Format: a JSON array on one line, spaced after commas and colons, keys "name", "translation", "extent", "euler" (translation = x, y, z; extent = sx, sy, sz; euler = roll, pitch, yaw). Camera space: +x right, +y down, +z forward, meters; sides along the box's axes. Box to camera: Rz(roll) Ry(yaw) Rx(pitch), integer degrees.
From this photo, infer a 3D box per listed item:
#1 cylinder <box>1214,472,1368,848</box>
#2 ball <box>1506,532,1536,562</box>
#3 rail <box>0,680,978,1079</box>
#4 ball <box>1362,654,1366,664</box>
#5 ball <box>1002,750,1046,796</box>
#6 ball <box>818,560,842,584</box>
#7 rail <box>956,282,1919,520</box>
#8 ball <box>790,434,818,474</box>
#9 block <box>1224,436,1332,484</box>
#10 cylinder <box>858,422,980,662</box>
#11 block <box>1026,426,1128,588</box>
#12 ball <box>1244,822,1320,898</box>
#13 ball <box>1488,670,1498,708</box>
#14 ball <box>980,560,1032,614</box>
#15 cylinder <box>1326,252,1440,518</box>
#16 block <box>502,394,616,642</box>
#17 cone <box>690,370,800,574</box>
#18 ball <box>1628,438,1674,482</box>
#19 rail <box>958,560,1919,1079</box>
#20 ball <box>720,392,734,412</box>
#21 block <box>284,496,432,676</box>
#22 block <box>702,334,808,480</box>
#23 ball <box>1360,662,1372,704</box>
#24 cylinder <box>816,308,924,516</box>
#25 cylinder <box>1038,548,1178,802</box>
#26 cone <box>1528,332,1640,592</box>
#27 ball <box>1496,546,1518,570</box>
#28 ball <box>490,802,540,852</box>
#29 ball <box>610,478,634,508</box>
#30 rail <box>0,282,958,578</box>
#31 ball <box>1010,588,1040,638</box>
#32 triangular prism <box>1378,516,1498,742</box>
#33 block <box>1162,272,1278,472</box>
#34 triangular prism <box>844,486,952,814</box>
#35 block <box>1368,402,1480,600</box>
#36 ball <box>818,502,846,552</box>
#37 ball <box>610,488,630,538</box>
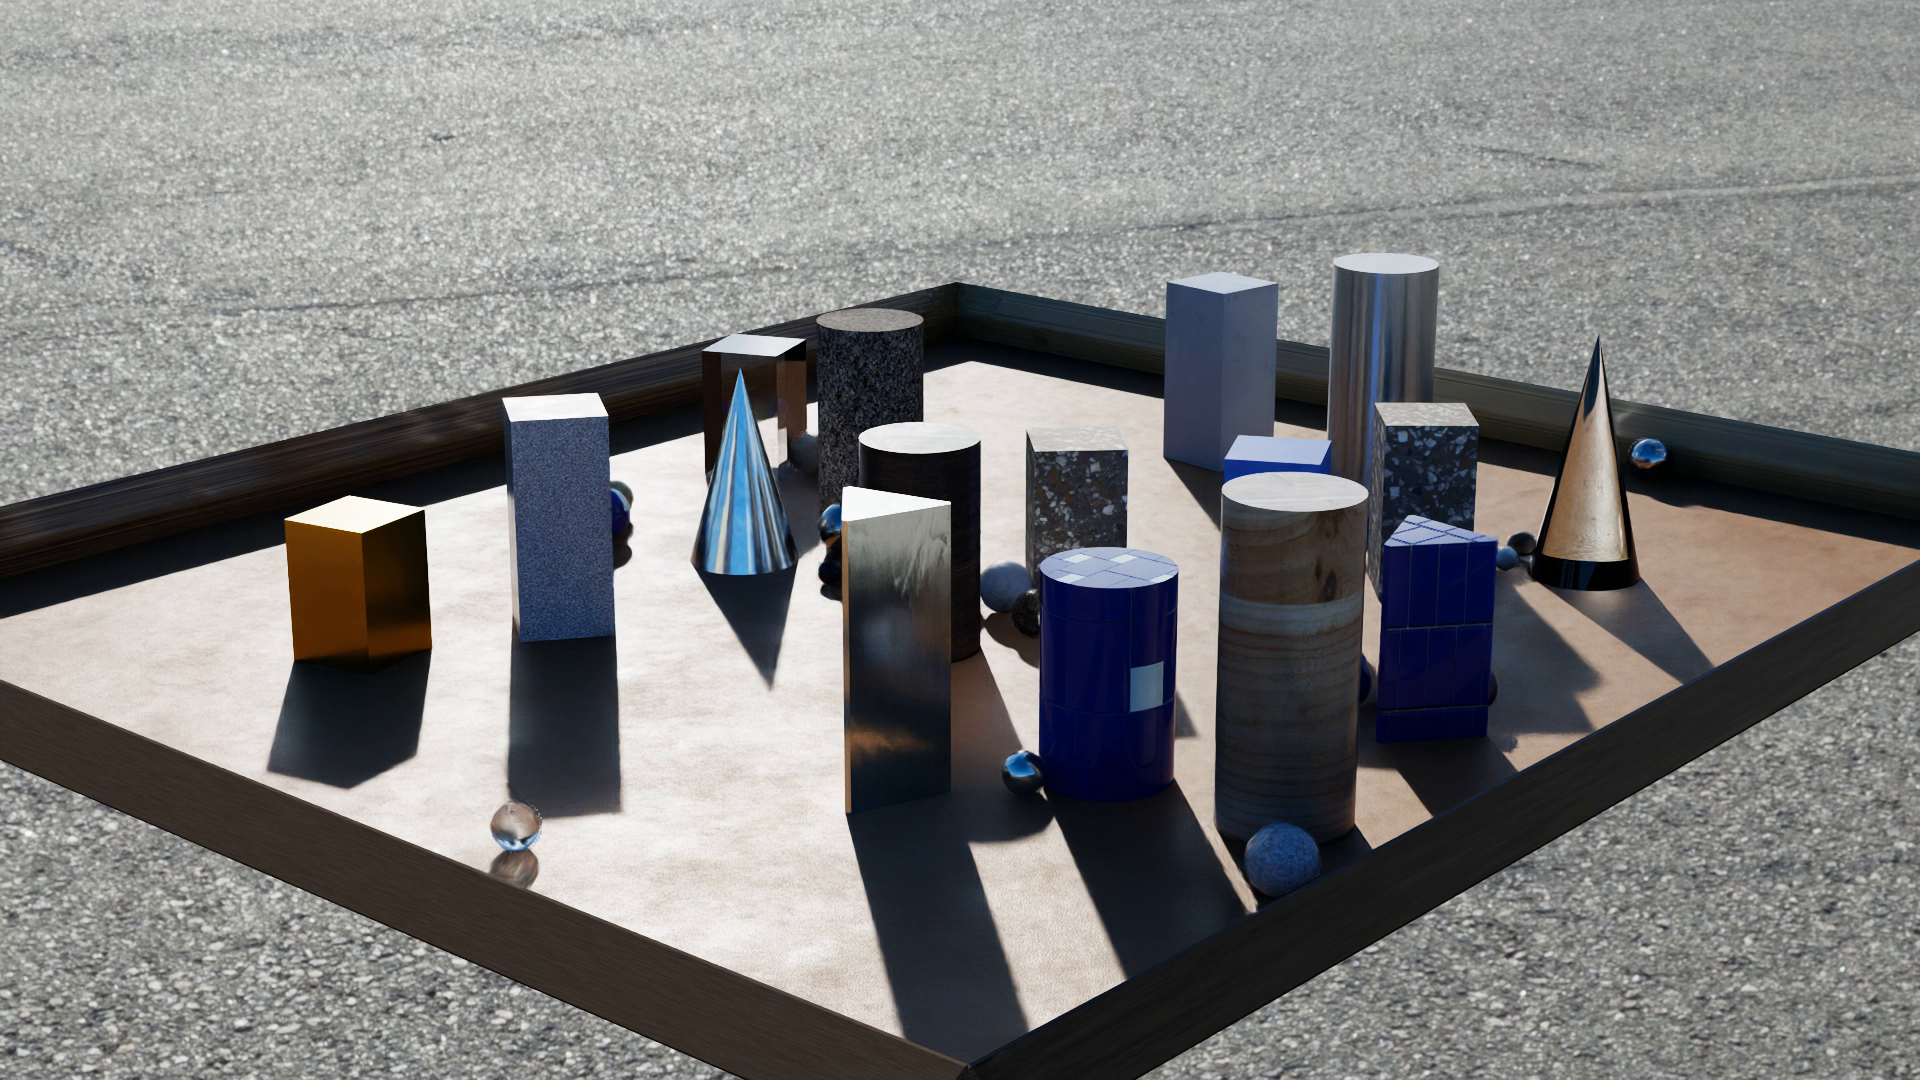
[{"name": "cylinder", "translation": [0.456, 0.166, 4.063], "extent": [0.199, 0.485, 0.199], "euler": [0, 17, 0]}, {"name": "ball", "translation": [1.019, 0.013, 5.314], "extent": [0.057, 0.057, 0.057], "euler": [0, 17, 0]}, {"name": "rail", "translation": [-0.998, 0.364, 4.019], "extent": [2.708, 0.129, 0.045], "euler": [14, 22, 39]}, {"name": "ball", "translation": [0.635, 0.197, 4.728], "extent": [0.042, 0.042, 0.042], "euler": [0, 17, 0]}, {"name": "ball", "translation": [0.092, 0.336, 4.229], "extent": [0.064, 0.064, 0.064], "euler": [0, 17, 0]}, {"name": "ball", "translation": [-0.231, 0.057, 5.191], "extent": [0.043, 0.043, 0.043], "euler": [0, 17, 0]}, {"name": "rail", "translation": [0.998, -0.299, 6.220], "extent": [2.708, 0.129, 0.045], "euler": [14, 22, 39]}, {"name": "ball", "translation": [-0.300, -0.173, 5.886], "extent": [0.082, 0.082, 0.082], "euler": [0, 17, 0]}, {"name": "block", "translation": [0.535, -0.009, 4.966], "extent": [0.159, 0.299, 0.159], "euler": [4, 17, 13]}, {"name": "cylinder", "translation": [-0.065, 0.005, 4.816], "extent": [0.199, 0.359, 0.199], "euler": [0, 17, 0]}, {"name": "block", "translation": [0.200, -0.035, 5.067], "extent": [0.159, 0.291, 0.159], "euler": [-1, 17, -4]}, {"name": "ball", "translation": [0.425, 0.423, 3.876], "extent": [0.099, 0.099, 0.099], "euler": [0, 17, 0]}, {"name": "ball", "translation": [0.794, 0.229, 4.552], "extent": [0.081, 0.081, 0.081], "euler": [0, 17, 0]}, {"name": "ball", "translation": [0.078, 0.079, 5.030], "extent": [0.093, 0.093, 0.093], "euler": [0, 17, 0]}, {"name": "cylinder", "translation": [0.806, -0.297, 5.617], "extent": [0.199, 0.475, 0.199], "euler": [0, 17, 0]}, {"name": "block", "translation": [-0.673, -0.039, 4.926], "extent": [0.159, 0.380, 0.159], "euler": [-4, 17, -13]}, {"name": "cone", "translation": [-0.393, -0.138, 5.292], "extent": [0.199, 0.358, 0.199], "euler": [0, 17, 0]}, {"name": "ball", "translation": [1.375, -0.160, 5.835], "extent": [0.087, 0.087, 0.087], "euler": [0, 17, 0]}, {"name": "rail", "translation": [1.004, 0.284, 4.285], "extent": [0.045, 0.129, 3.092], "euler": [14, 22, 39]}, {"name": "ball", "translation": [-0.498, -0.299, 6.373], "extent": [0.044, 0.044, 0.044], "euler": [0, 17, 0]}, {"name": "block", "translation": [-0.983, 0.073, 4.798], "extent": [0.159, 0.240, 0.159], "euler": [9, 19, 28]}, {"name": "block", "translation": [-0.412, -0.269, 5.905], "extent": [0.159, 0.255, 0.159], "euler": [6, 18, 18]}, {"name": "ball", "translation": [0.605, 0.222, 4.582], "extent": [0.079, 0.079, 0.079], "euler": [0, 17, 0]}, {"name": "cylinder", "translation": [-0.167, -0.219, 5.495], "extent": [0.199, 0.396, 0.199], "euler": [0, 17, 0]}, {"name": "cylinder", "translation": [0.214, 0.193, 4.255], "extent": [0.199, 0.322, 0.199], "euler": [0, 17, 0]}, {"name": "cone", "translation": [1.117, -0.150, 5.187], "extent": [0.199, 0.442, 0.199], "euler": [0, 17, 0]}, {"name": "ball", "translation": [0.981, 0.033, 5.269], "extent": [0.044, 0.044, 0.044], "euler": [0, 17, 0]}, {"name": "ball", "translation": [-0.612, 0.394, 4.030], "extent": [0.068, 0.068, 0.068], "euler": [0, 17, 0]}, {"name": "ball", "translation": [-0.661, -0.079, 5.579], "extent": [0.079, 0.079, 0.079], "euler": [0, 17, 0]}, {"name": "rail", "translation": [-1.004, -0.219, 5.955], "extent": [0.045, 0.129, 3.092], "euler": [14, 22, 39]}, {"name": "ball", "translation": [0.126, 0.123, 4.905], "extent": [0.082, 0.082, 0.082], "euler": [0, 17, 0]}, {"name": "triangular prism", "translation": [0.705, 0.132, 4.476], "extent": [0.172, 0.312, 0.149], "euler": [-3, 17, -9]}, {"name": "block", "translation": [0.529, -0.344, 5.964], "extent": [0.159, 0.366, 0.159], "euler": [-14, 22, -40]}, {"name": "triangular prism", "translation": [-0.124, 0.150, 4.206], "extent": [0.172, 0.433, 0.149], "euler": [-10, 19, -30]}, {"name": "block", "translation": [0.809, -0.068, 5.134], "extent": [0.159, 0.315, 0.159], "euler": [0, 17, 1]}, {"name": "ball", "translation": [-0.213, -0.024, 5.374], "extent": [0.093, 0.093, 0.093], "euler": [0, 17, 0]}, {"name": "ball", "translation": [-0.662, -0.050, 5.456], "extent": [0.096, 0.096, 0.096], "euler": [0, 17, 0]}]
